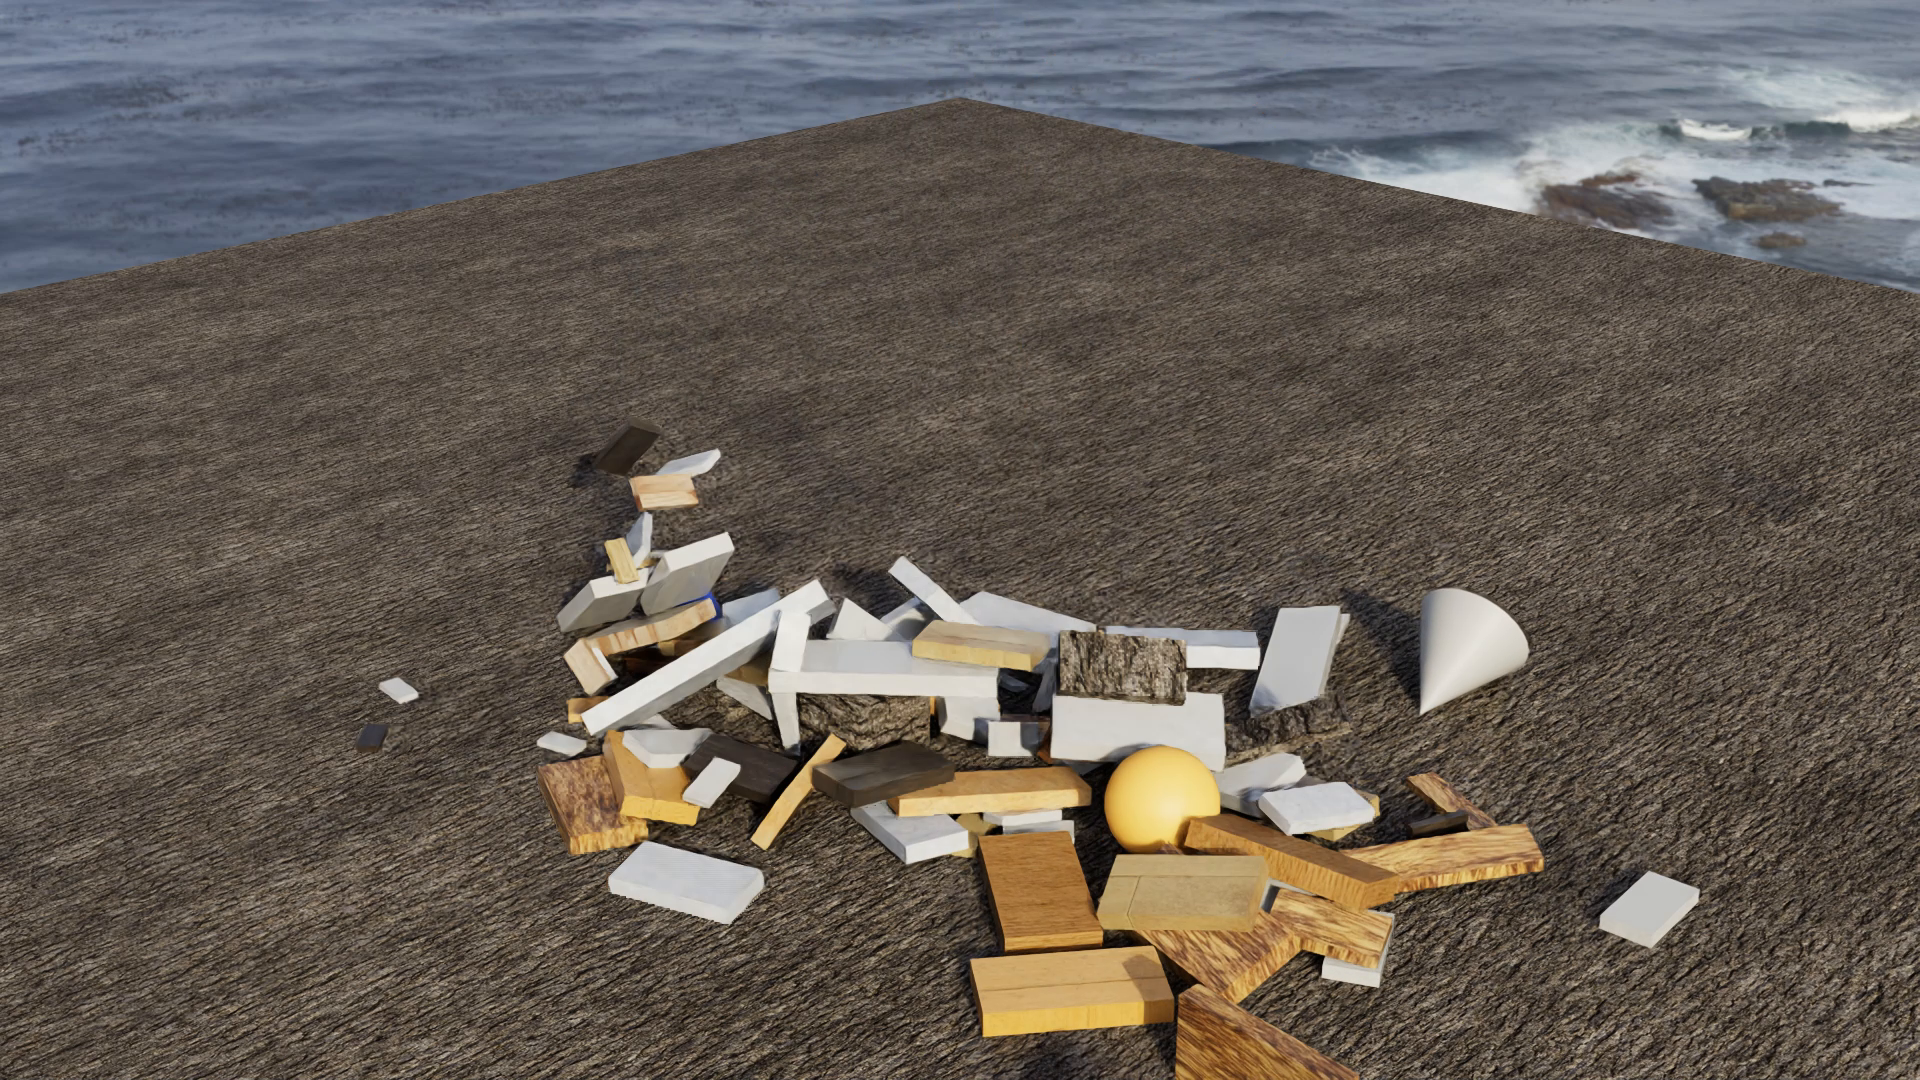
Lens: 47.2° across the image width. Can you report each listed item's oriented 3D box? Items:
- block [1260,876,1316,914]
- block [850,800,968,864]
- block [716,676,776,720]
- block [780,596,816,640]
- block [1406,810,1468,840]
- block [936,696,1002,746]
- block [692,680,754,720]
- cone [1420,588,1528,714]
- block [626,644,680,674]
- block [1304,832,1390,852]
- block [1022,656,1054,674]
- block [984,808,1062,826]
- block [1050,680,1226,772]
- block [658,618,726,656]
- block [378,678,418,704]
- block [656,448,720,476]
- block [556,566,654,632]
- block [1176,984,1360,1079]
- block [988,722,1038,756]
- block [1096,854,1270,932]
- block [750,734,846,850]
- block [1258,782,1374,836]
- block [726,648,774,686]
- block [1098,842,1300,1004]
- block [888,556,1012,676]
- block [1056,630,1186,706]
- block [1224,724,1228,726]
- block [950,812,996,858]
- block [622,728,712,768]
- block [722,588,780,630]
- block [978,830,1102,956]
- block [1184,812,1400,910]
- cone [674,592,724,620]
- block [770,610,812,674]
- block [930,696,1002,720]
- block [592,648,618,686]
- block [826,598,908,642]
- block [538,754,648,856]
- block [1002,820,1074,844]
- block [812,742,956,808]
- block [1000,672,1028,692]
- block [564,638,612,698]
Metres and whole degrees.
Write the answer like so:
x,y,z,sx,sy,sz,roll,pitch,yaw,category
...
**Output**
x,y,z,sx,sy,sz,roll,pitch,yaw,category
0.552,0.691,4.024,0.104,0.030,0.209,24,44,32,block
-0.103,0.560,4.353,0.133,0.038,0.266,-11,19,-25,block
-0.430,0.330,4.840,0.113,0.032,0.226,-18,26,-33,block
-0.344,0.200,4.825,0.022,0.079,0.157,-33,66,0,block
0.935,0.577,4.317,0.133,0.067,0.019,-11,25,-24,block
0.012,0.332,4.783,0.133,0.038,0.266,18,33,-20,block
-0.533,0.331,4.939,0.113,0.032,0.226,-17,29,-35,block
1.088,0.296,4.912,0.265,0.265,0.265,18,55,35,cone
-0.649,0.273,5.007,0.226,0.032,0.113,4,19,46,block
0.772,0.612,4.280,0.203,0.029,0.102,13,26,27,block
0.170,0.282,5.007,0.166,0.023,0.083,8,9,43,block
0.125,0.549,4.386,0.141,0.020,0.071,-2,5,-32,block
0.358,0.376,4.448,0.346,0.049,0.173,5,39,0,block
-0.538,0.217,4.962,0.263,0.037,0.131,-5,17,35,block
-1.263,0.338,4.946,0.048,0.014,0.096,-18,29,-37,block
-0.633,-0.169,5.097,0.149,0.021,0.075,-13,25,31,block
-0.826,0.141,5.143,0.155,0.044,0.310,-13,-11,-28,block
0.486,0.860,3.522,0.047,0.166,0.332,-20,30,-38,block
0.112,0.417,4.600,0.021,0.072,0.145,-3,-7,38,block
0.403,0.638,3.979,0.287,0.041,0.144,-4,39,27,block
-0.322,0.503,4.406,0.038,0.133,0.266,36,29,2,block
0.690,0.519,4.259,0.204,0.029,0.102,-4,30,-29,block
-0.424,0.265,4.797,0.131,0.037,0.263,-24,13,-26,block
0.426,0.695,3.970,0.179,0.051,0.357,-36,36,-17,block
-0.013,0.172,4.934,0.047,0.329,0.164,-48,41,-3,block
0.328,0.259,4.462,0.257,0.036,0.129,5,66,-6,block
0.455,0.413,4.734,0.295,0.042,0.148,19,30,38,block
0.018,0.583,4.361,0.071,0.020,0.141,6,24,16,block
-0.584,0.433,4.583,0.216,0.031,0.108,3,21,-43,block
-0.456,0.173,4.887,0.131,0.037,0.263,-17,15,-5,block
0.146,0.664,4.131,0.179,0.051,0.357,-3,23,-7,block
0.618,0.596,4.096,0.357,0.051,0.179,18,6,30,block
-0.625,0.135,5.178,0.177,0.177,0.177,-4,14,1,cone
-0.345,0.207,4.484,0.060,0.120,0.017,12,-1,-11,block
0.007,0.364,4.801,0.166,0.023,0.083,-13,50,-46,block
-0.823,0.292,4.995,0.051,0.015,0.103,-23,53,-24,block
-0.140,0.260,4.814,0.331,0.031,0.108,35,40,-16,block
-0.745,0.533,4.450,0.153,0.043,0.306,-9,25,-20,block
0.155,0.583,4.362,0.141,0.020,0.071,0,23,1,block
-0.151,0.464,4.364,0.262,0.037,0.131,-10,23,-41,block
0.106,0.320,4.976,0.045,0.013,0.091,-1,18,-43,block
-0.836,0.288,4.932,0.122,0.061,0.017,53,19,21,block
